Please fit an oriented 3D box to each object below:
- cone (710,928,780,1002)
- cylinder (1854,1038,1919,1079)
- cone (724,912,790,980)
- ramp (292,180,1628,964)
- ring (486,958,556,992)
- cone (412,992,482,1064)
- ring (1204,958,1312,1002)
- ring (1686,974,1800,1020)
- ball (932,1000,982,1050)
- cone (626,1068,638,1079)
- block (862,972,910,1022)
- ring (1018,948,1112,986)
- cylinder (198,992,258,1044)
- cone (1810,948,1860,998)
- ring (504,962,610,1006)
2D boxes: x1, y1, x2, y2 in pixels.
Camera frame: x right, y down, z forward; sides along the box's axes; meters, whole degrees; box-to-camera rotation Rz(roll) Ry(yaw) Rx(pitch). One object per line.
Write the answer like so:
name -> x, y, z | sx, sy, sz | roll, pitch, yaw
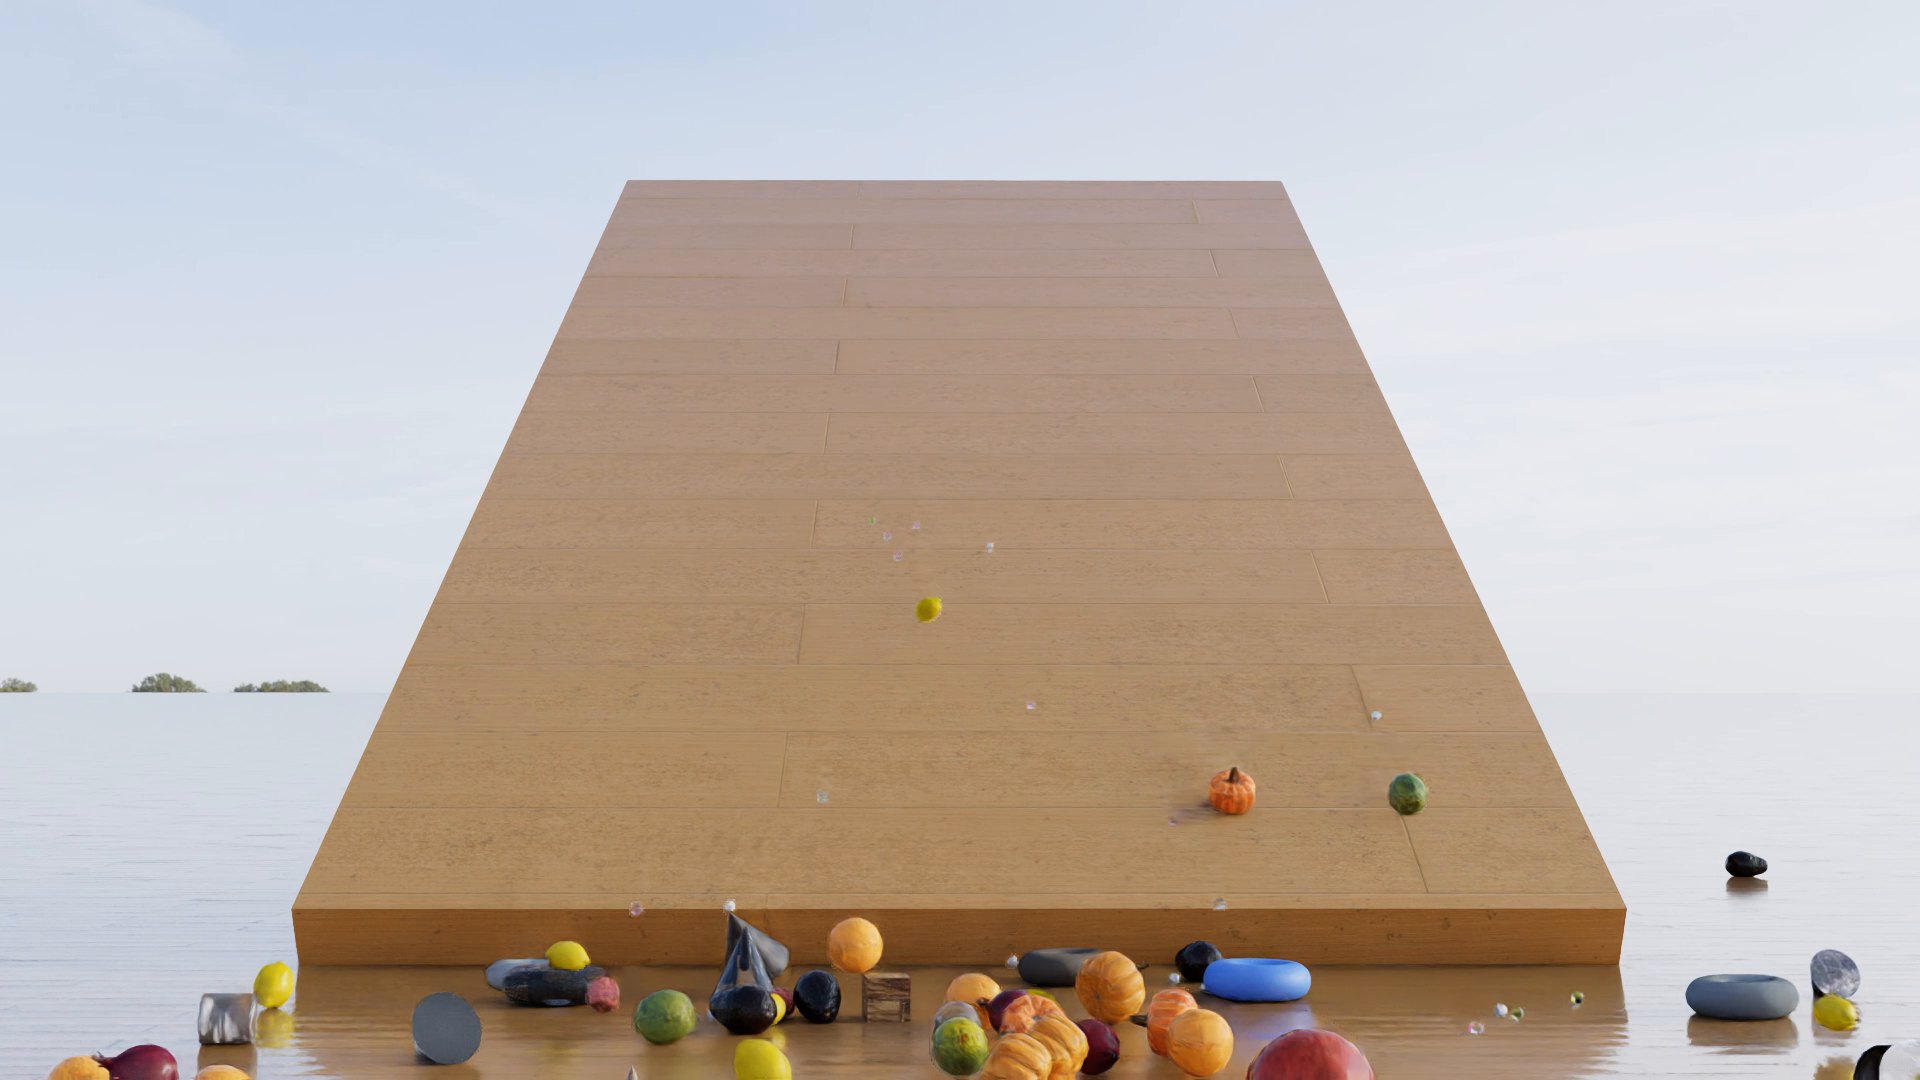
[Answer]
cone -> -0.291, 0.572, 3.165 | 0.096, 0.096, 0.096 | 0, -4, 0
cylinder -> 0.926, 0.526, 2.270 | 0.076, 0.076, 0.076 | 2, -4, -36
cone -> -0.300, 0.555, 3.236 | 0.100, 0.100, 0.100 | -17, 26, 9
ramp -> -0.008, -0.229, 5.333 | 2.000, 0.100, 4.000 | 0, 24, 0
ring -> -0.604, 0.607, 3.254 | 0.116, 0.039, 0.116 | 0, -5, 0
cone -> -0.600, 0.568, 2.643 | 0.085, 0.085, 0.085 | 3, -31, -40
ring -> 0.403, 0.596, 3.162 | 0.145, 0.048, 0.145 | 1, -5, 0
ring -> 1.005, 0.587, 2.999 | 0.139, 0.046, 0.139 | -1, -4, 0
ball -> -0.004, 0.563, 2.709 | 0.056, 0.056, 0.056 | 0, -4, 0
cone -> -0.314, 0.532, 2.231 | 0.058, 0.058, 0.058 | 0, -4, 0
block -> -0.094, 0.580, 2.955 | 0.055, 0.055, 0.055 | 1, -4, -9
ring -> 0.150, 0.607, 3.318 | 0.135, 0.045, 0.135 | -1, -4, 0
cylinder -> -0.865, 0.565, 2.758 | 0.059, 0.059, 0.059 | 1, -4, -8
cone -> 1.183, 0.606, 3.195 | 0.071, 0.071, 0.071 | 0, -30, -8
ring -> -0.539, 0.594, 3.119 | 0.143, 0.048, 0.143 | 1, -5, 0
